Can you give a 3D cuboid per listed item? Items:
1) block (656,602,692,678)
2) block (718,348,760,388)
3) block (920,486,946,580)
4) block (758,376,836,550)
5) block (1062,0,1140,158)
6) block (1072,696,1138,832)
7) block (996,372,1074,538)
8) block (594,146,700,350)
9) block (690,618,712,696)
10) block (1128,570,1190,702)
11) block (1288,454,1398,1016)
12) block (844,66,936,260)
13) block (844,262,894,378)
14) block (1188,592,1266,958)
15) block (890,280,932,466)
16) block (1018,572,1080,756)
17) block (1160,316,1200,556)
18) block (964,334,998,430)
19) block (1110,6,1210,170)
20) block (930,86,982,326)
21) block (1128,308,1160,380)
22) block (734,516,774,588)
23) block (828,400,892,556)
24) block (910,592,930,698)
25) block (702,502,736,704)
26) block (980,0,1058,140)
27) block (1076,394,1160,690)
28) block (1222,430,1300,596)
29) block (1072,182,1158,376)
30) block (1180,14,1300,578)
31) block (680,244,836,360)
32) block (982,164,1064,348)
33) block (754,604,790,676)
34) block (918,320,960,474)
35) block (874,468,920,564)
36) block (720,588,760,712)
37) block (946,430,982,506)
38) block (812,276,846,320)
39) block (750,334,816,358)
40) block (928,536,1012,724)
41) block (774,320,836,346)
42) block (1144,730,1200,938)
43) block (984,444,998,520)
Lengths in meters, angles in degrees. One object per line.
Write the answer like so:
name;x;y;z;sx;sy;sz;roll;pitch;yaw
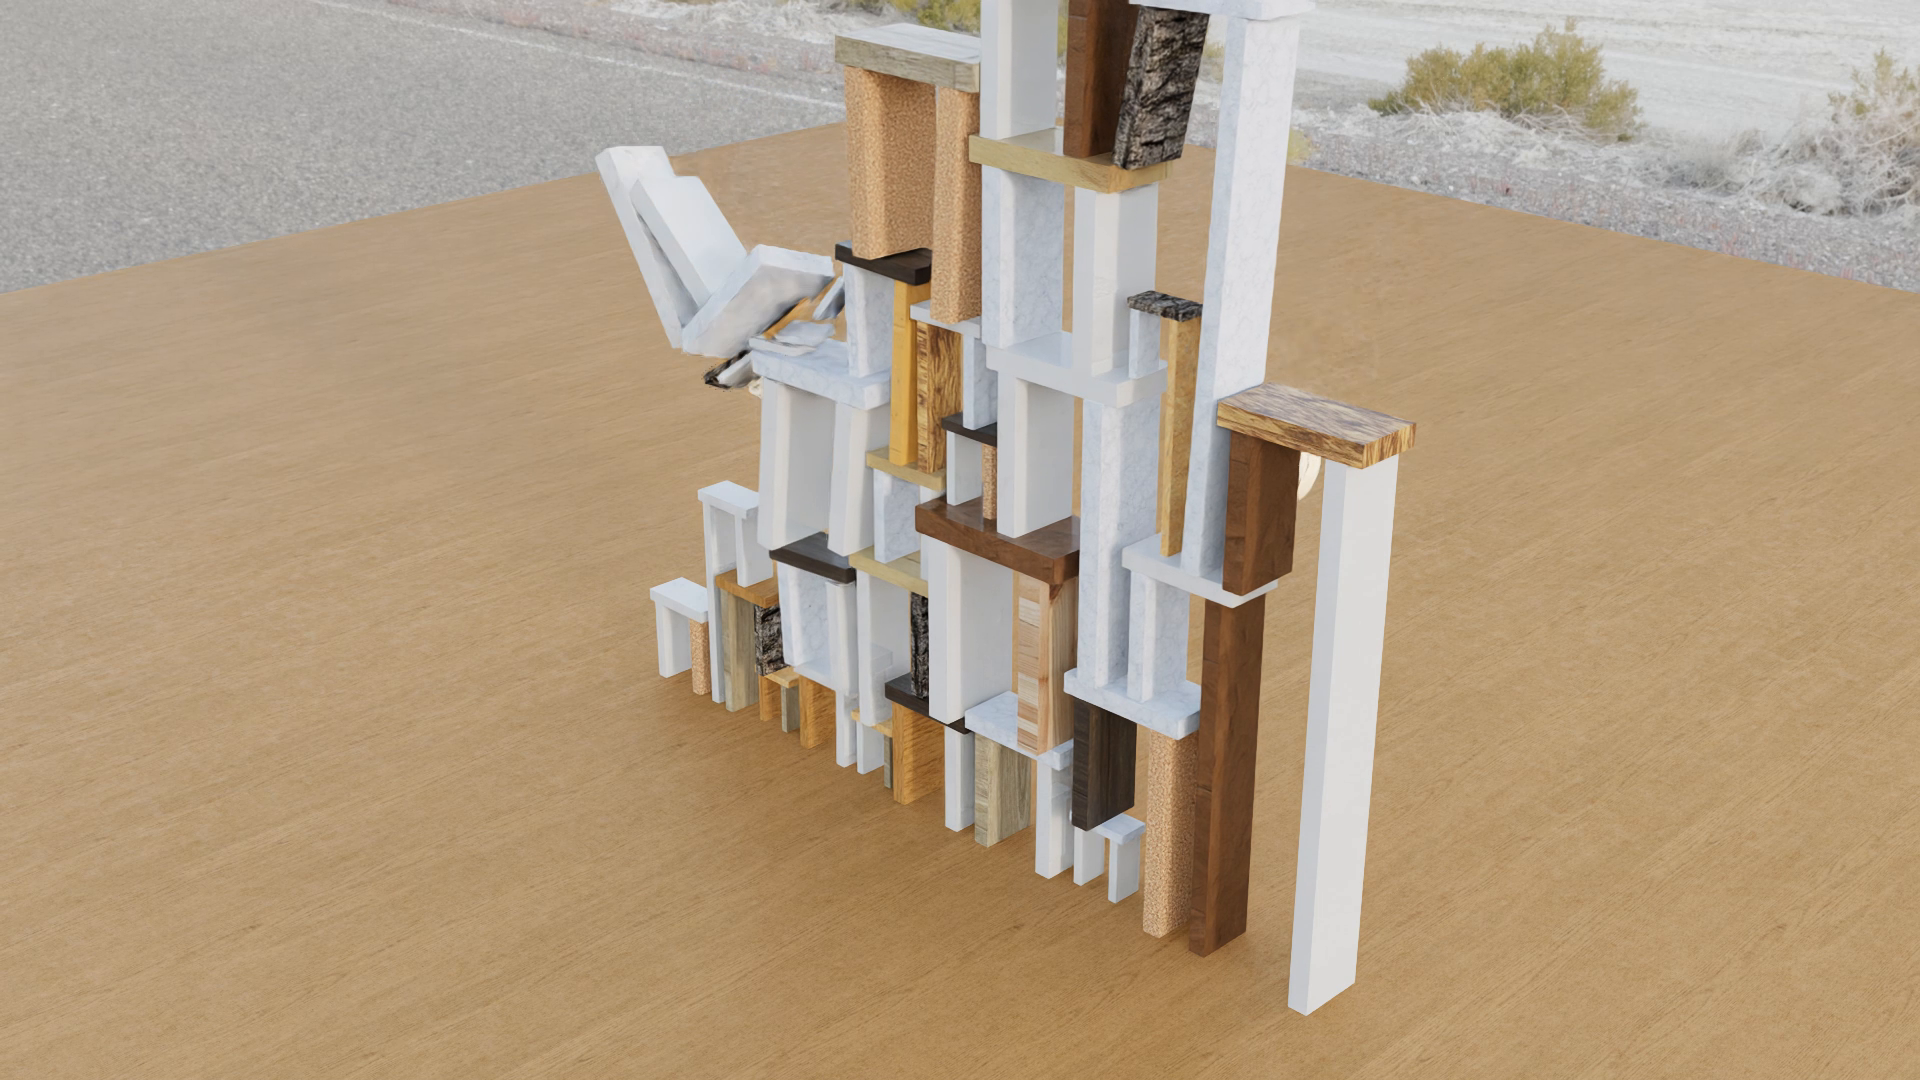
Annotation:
block;-0.646;0.214;5.021;0.026;0.184;0.092;21;31;41
block;-0.433;-0.350;4.500;0.062;0.017;0.123;12;-32;-43
block;-0.032;-0.025;4.247;0.027;0.194;0.097;21;31;40
block;-0.334;-0.176;4.503;0.046;0.378;0.162;28;36;36
block;0.240;-0.789;3.630;0.146;0.292;0.041;-21;32;-40
block;0.270;0.396;4.097;0.135;0.269;0.038;-21;31;-40
block;0.138;-0.173;4.003;0.155;0.310;0.044;-21;31;-40
block;-0.616;-0.620;4.632;0.047;0.439;0.165;-26;-6;37
block;-0.560;0.248;4.941;0.026;0.184;0.092;21;31;41
block;0.354;0.154;3.910;0.035;0.246;0.123;21;31;40
block;0.637;0.329;3.674;0.040;1.023;0.142;21;31;41
block;-0.124;-0.708;4.060;0.175;0.349;0.049;-20;27;-39
block;-0.168;-0.432;4.220;0.031;0.220;0.110;18;29;41
block;0.472;0.410;3.892;0.035;0.704;0.123;21;31;41
block;-0.079;-0.328;4.171;0.031;0.368;0.110;24;32;38
block;0.188;0.206;4.096;0.051;0.358;0.179;21;31;40
block;0.375;-0.177;3.740;0.060;0.426;0.017;-21;31;-40
block;0.047;-0.300;4.045;0.025;0.179;0.090;21;31;40
block;0.325;-0.739;3.560;0.132;0.265;0.037;-20;42;-40
block;0.033;-0.610;3.935;0.049;0.424;0.175;25;33;38
block;0.314;-0.339;3.732;0.017;0.121;0.060;21;31;40
block;-0.441;0.013;4.710;0.023;0.161;0.081;21;31;41
block;-0.178;-0.140;4.351;0.046;0.323;0.162;28;35;37
block;-0.045;0.191;4.359;0.113;0.226;0.032;-21;31;-41
block;-0.517;0.130;4.842;0.023;0.479;0.081;21;31;41
block;0.101;-0.842;3.757;0.146;0.292;0.041;-21;31;-40
block;0.282;-0.008;3.912;0.044;0.542;0.155;21;31;41
block;0.502;-0.062;3.652;0.040;0.284;0.142;21;31;39
block;0.264;-0.454;3.747;0.046;0.322;0.161;21;31;40
block;0.452;-0.385;3.575;0.132;0.938;0.037;-21;34;-40
block;-0.405;-0.467;4.383;0.165;0.329;0.047;6;60;-35
block;0.112;-0.515;3.888;0.161;0.322;0.046;-21;31;-40
block;-0.403;0.203;4.743;0.024;0.166;0.083;21;31;41
block;-0.039;-0.278;4.145;0.025;0.298;0.090;21;31;40
block;-0.124;-0.060;4.331;0.027;0.194;0.097;21;31;40
block;-0.481;0.231;4.840;0.024;0.294;0.083;21;31;41
block;0.008;-0.145;4.147;0.021;0.146;0.073;21;31;41
block;-0.237;-0.475;4.293;0.057;0.113;0.016;-15;64;-48
block;-0.354;-0.391;4.378;0.123;0.017;0.062;17;29;37
block;0.021;0.150;4.257;0.179;0.381;0.051;-21;31;-41
block;-0.305;-0.407;4.336;0.113;0.016;0.057;11;41;40
block;0.398;0.514;4.011;0.038;0.420;0.135;21;31;41
block;0.077;-0.118;4.083;0.073;0.146;0.021;-21;31;-41
